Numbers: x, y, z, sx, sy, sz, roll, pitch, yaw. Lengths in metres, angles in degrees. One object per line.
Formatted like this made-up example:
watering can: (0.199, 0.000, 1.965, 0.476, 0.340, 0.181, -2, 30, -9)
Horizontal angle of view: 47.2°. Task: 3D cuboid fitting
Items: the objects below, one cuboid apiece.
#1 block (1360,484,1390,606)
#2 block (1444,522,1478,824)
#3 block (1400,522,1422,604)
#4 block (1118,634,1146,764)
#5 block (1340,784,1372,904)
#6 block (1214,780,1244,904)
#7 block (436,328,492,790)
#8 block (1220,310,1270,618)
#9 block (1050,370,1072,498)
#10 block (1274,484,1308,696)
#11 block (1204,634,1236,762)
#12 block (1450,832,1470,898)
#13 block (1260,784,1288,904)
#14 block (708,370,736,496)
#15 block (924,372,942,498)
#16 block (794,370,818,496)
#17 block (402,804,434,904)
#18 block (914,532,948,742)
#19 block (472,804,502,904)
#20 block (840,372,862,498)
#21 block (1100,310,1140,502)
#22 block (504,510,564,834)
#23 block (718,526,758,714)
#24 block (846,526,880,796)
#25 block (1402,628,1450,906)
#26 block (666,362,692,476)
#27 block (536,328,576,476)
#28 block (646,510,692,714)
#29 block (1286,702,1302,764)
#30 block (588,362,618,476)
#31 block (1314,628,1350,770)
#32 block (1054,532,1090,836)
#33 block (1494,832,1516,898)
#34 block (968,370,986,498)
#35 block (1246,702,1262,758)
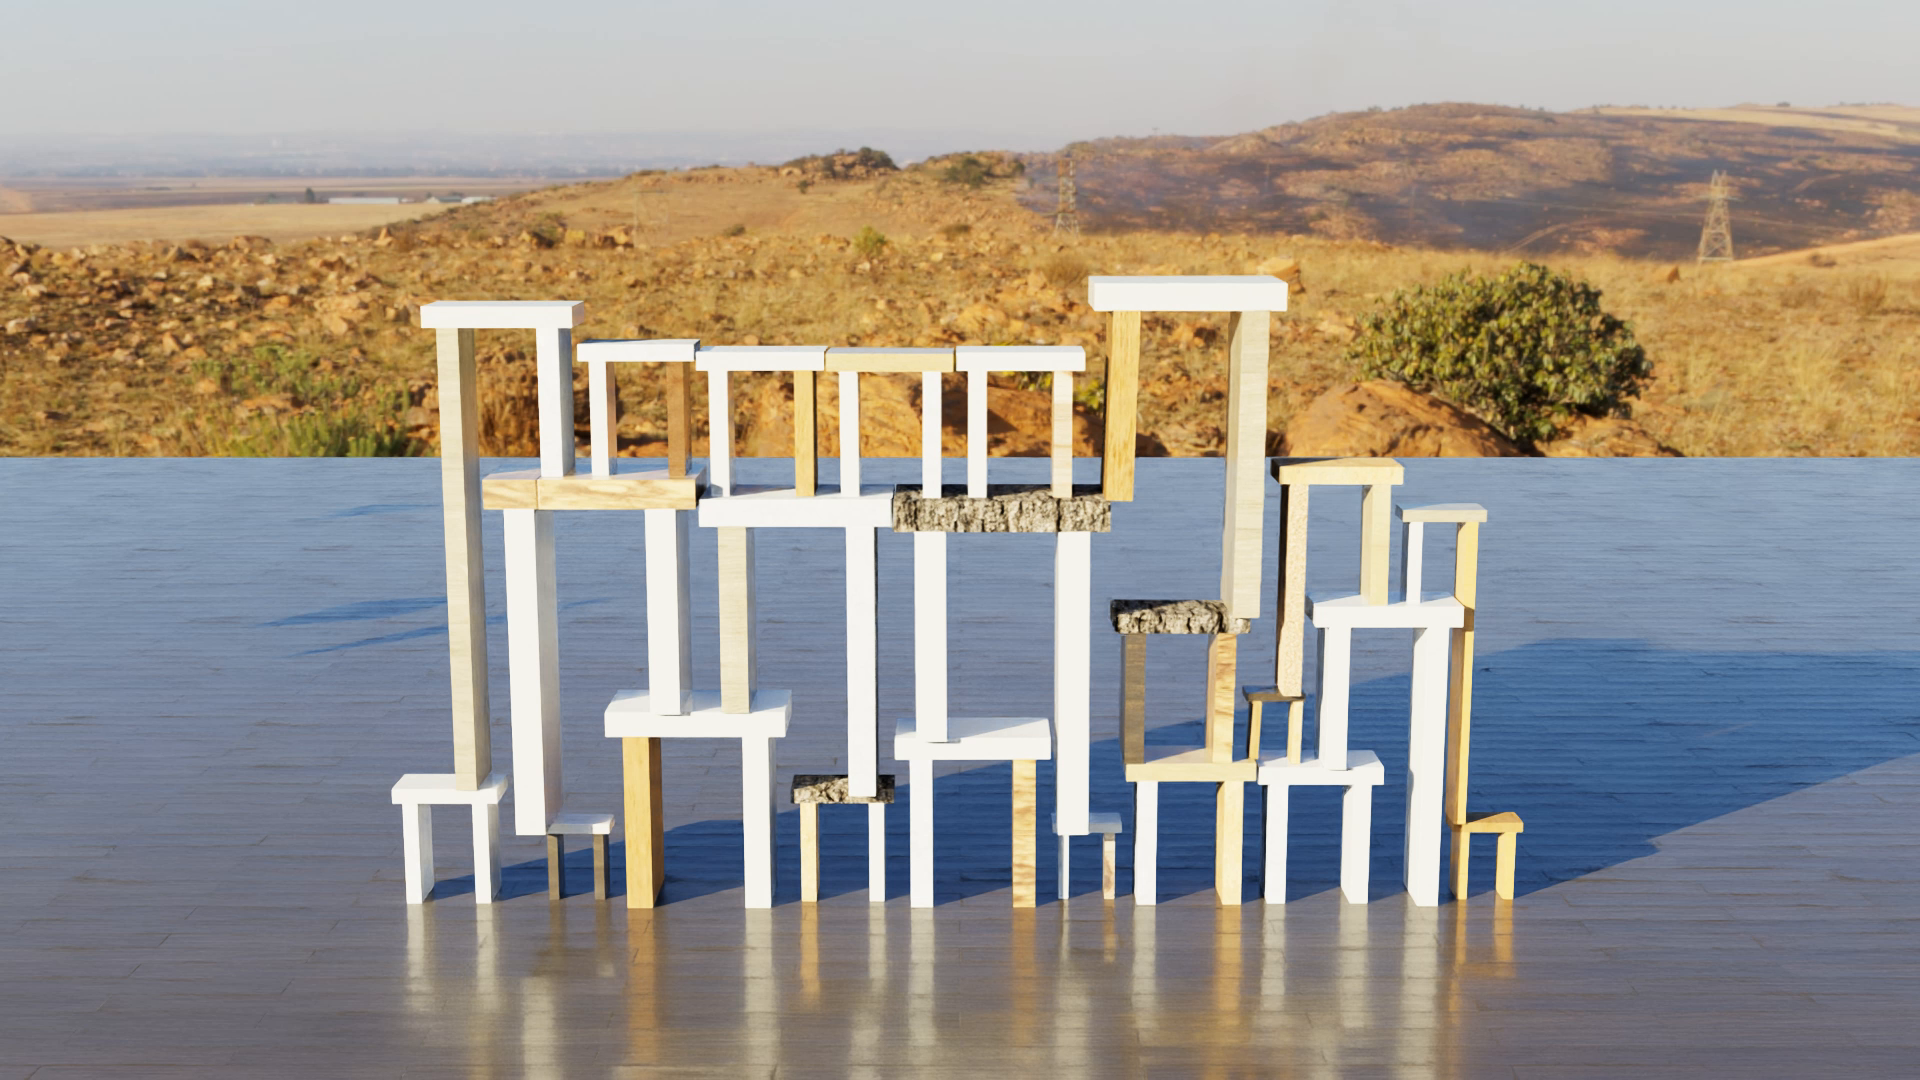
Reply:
block: (0.671, -0.001, 3.560, 0.028, 0.196, 0.098, 0, 11, 0)
block: (0.821, 0.213, 3.599, 0.019, 0.504, 0.067, 0, 11, 0)
block: (0.732, 0.030, 3.565, 0.019, 0.133, 0.067, 0, 11, 0)
block: (0.281, 0.247, 3.602, 0.031, 0.217, 0.108, 0, 11, -1)
block: (0.657, 0.489, 3.654, 0.029, 0.203, 0.102, 0, 11, 0)
block: (0.446, 0.486, 3.651, 0.030, 0.211, 0.105, 0, 10, -1)
block: (-0.804, 0.027, 3.569, 0.033, 0.753, 0.118, 0, 11, 0)
block: (0.457, -0.129, 3.532, 0.042, 0.489, 0.149, 0, 11, -1)
block: (0.163, -0.176, 3.527, 0.029, 0.202, 0.101, 0, 11, 0)
block: (0.538, 0.073, 3.574, 0.028, 0.347, 0.098, 0, 10, -1)
block: (0.427, 0.246, 3.609, 0.031, 0.217, 0.108, 1, 10, -2)
block: (0.831, 0.533, 3.661, 0.016, 0.115, 0.058, 0, 11, 0)
block: (0.521, 0.489, 3.654, 0.029, 0.203, 0.102, 0, 11, 0)
block: (-0.381, -0.177, 3.527, 0.029, 0.202, 0.101, 0, 11, 0)
block: (-0.044, -0.174, 3.522, 0.028, 0.201, 0.100, 0, 11, 0)
block: (-0.246, -0.177, 3.527, 0.029, 0.202, 0.101, 0, 11, 0)
block: (-0.898, 0.507, 3.649, 0.024, 0.171, 0.086, 0, 11, 0)
block: (-0.047, 0.140, 3.586, 0.049, 0.343, 0.171, 0, 11, 0)
block: (-0.784, 0.507, 3.649, 0.024, 0.171, 0.086, 0, 11, 0)
block: (-0.175, -0.176, 3.524, 0.028, 0.200, 0.100, 0, 11, 0)
block: (0.256, -0.223, 3.515, 0.042, 0.299, 0.149, 2, 11, 0)
block: (-0.695, 0.200, 3.597, 0.047, 0.535, 0.167, 0, 11, 0)
block: (-0.361, 0.115, 3.581, 0.043, 0.305, 0.153, 0, 11, 0)
block: (-0.158, 0.183, 3.594, 0.043, 0.444, 0.153, 0, 11, 0)
block: (0.767, 0.360, 3.625, 0.034, 0.469, 0.118, 0, 11, 0)
block: (-0.450, -0.200, 3.525, 0.026, 0.183, 0.091, 0, 11, 0)
block: (-0.646, -0.227, 3.522, 0.033, 0.236, 0.118, 0, 11, 0)
block: (-0.473, 0.100, 3.579, 0.047, 0.334, 0.167, 0, 11, 0)
block: (0.550, 0.310, 3.614, 0.014, 0.105, 0.049, 1, 11, 0)
block: (-0.572, -0.200, 3.524, 0.026, 0.183, 0.091, 0, 11, 0)
block: (0.609, 0.246, 3.604, 0.034, 0.237, 0.118, 0, 11, 0)
block: (0.182, 0.217, 3.599, 0.049, 0.499, 0.171, 0, 11, 0)
block: (0.908, 0.533, 3.661, 0.016, 0.115, 0.058, 0, 11, 0)
block: (0.028, -0.176, 3.528, 0.029, 0.202, 0.101, 0, 11, 0)
block: (0.483, 0.306, 3.614, 0.014, 0.097, 0.049, 3, 11, 0)
